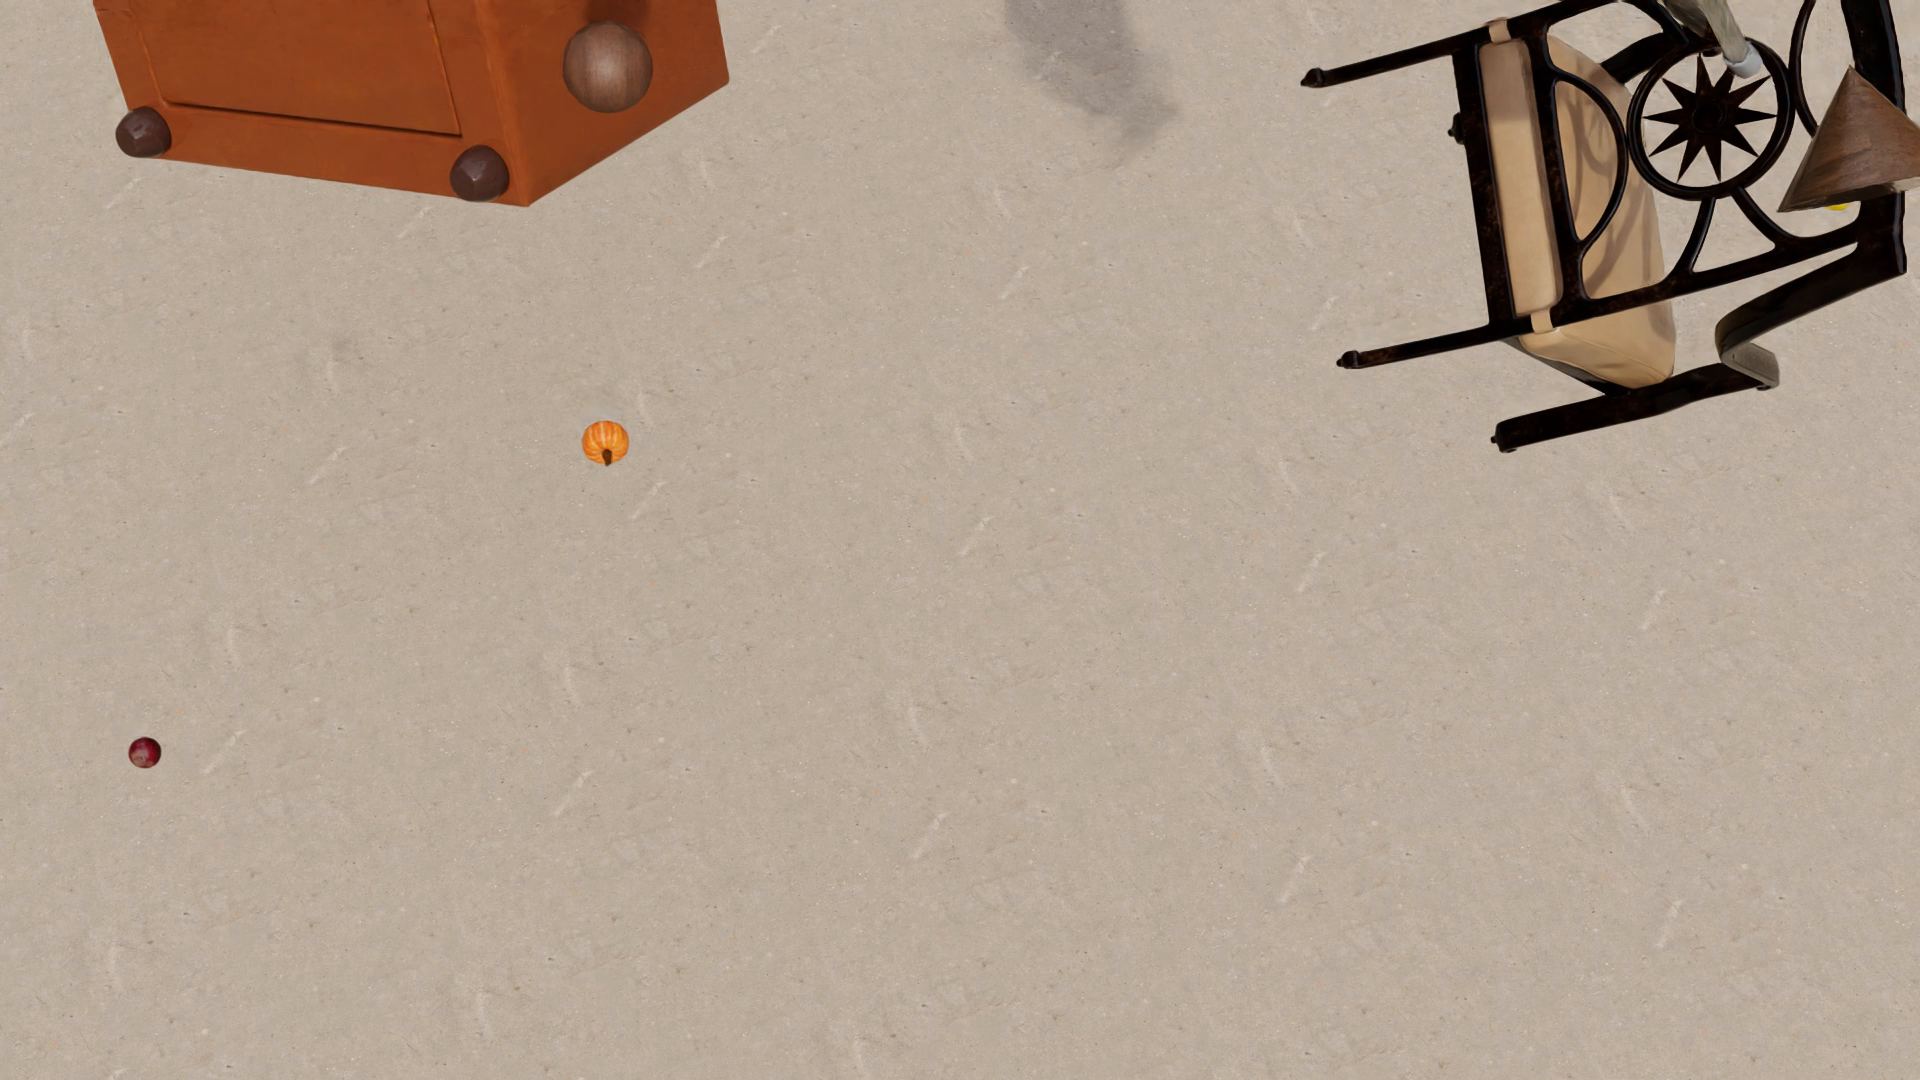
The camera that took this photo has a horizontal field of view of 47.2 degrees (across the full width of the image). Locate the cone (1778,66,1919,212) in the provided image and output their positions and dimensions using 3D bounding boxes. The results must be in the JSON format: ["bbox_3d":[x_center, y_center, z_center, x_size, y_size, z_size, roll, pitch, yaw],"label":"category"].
[{"bbox_3d":[1.000,-0.457,2.440,0.201,0.175,0.143,-10,90,17],"label":"cone"}]
